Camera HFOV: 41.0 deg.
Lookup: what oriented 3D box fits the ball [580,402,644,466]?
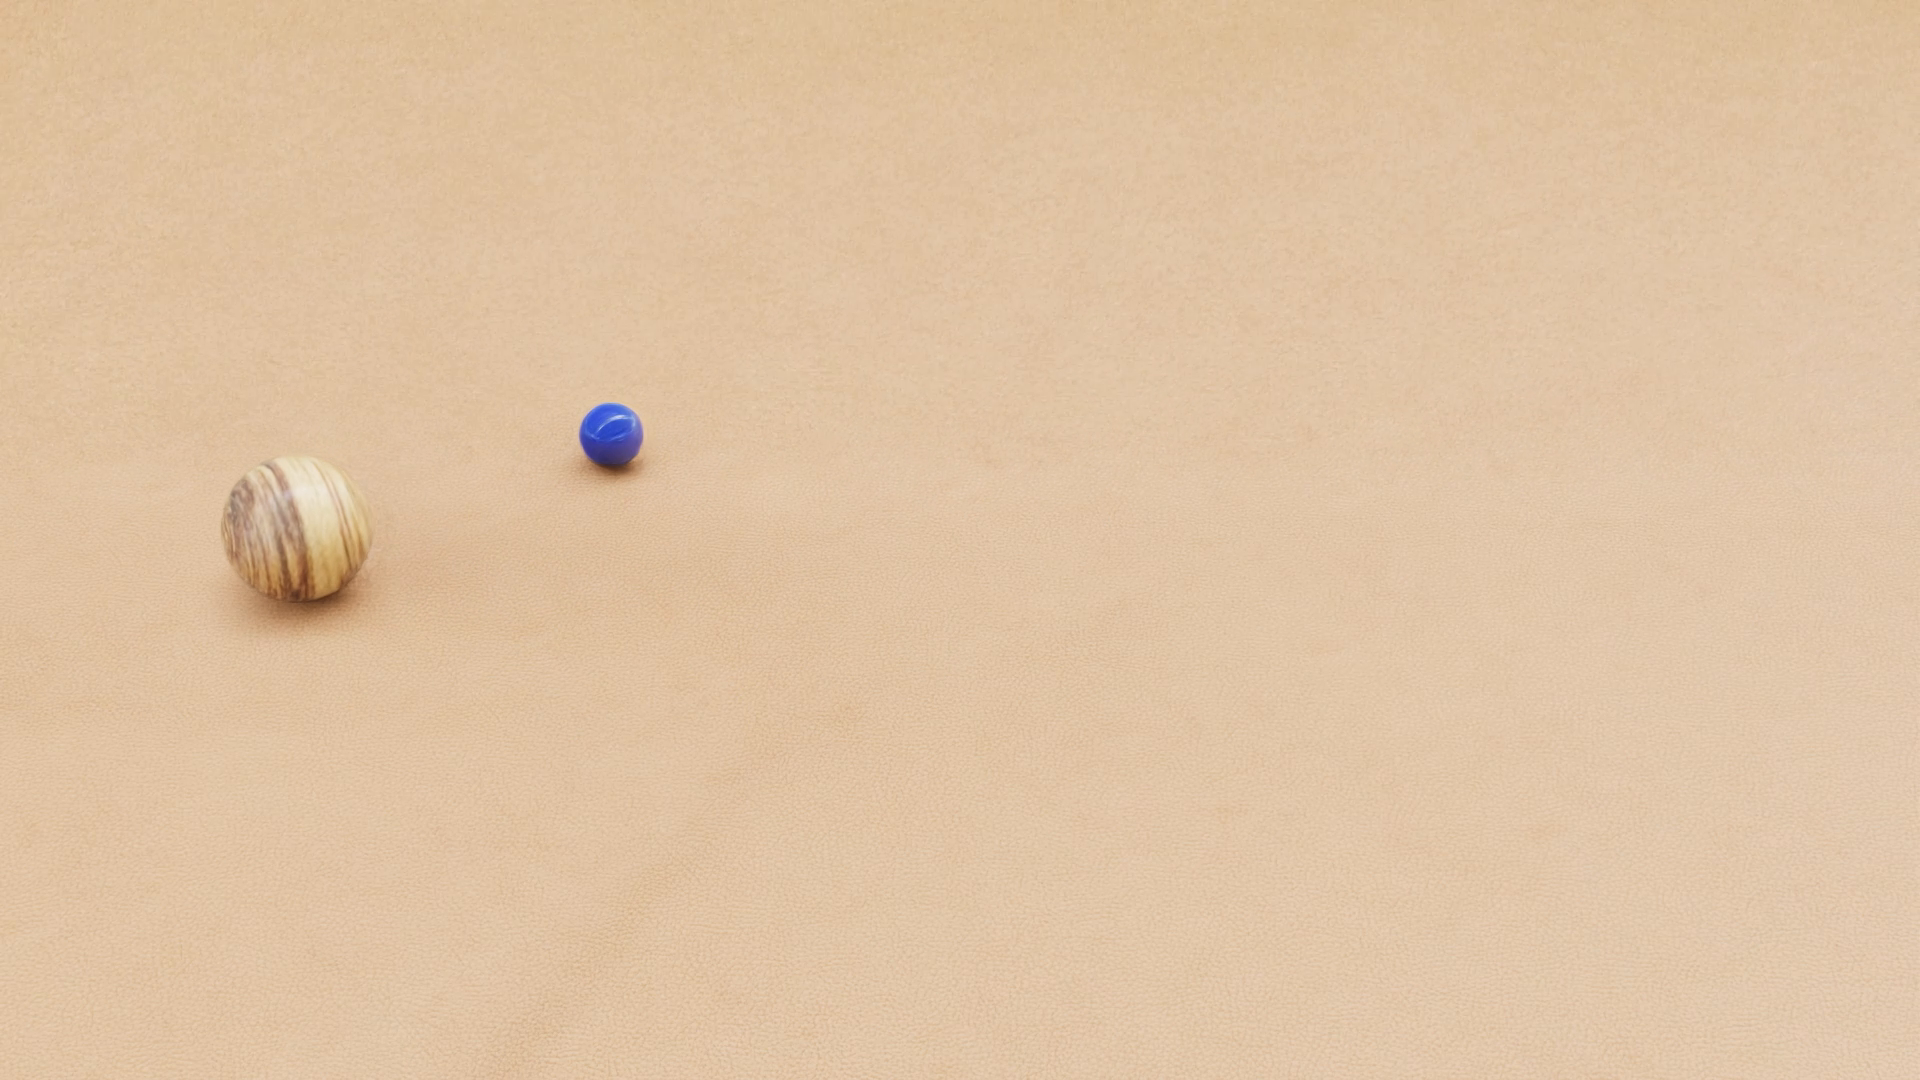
[{"bbox_3d":[-0.234,-0.071,1.724,0.043,0.043,0.043,0,36,0],"label":"ball"}]

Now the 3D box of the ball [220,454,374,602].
[{"bbox_3d":[-0.412,-0.007,1.596,0.092,0.092,0.092,0,36,0],"label":"ball"}]
